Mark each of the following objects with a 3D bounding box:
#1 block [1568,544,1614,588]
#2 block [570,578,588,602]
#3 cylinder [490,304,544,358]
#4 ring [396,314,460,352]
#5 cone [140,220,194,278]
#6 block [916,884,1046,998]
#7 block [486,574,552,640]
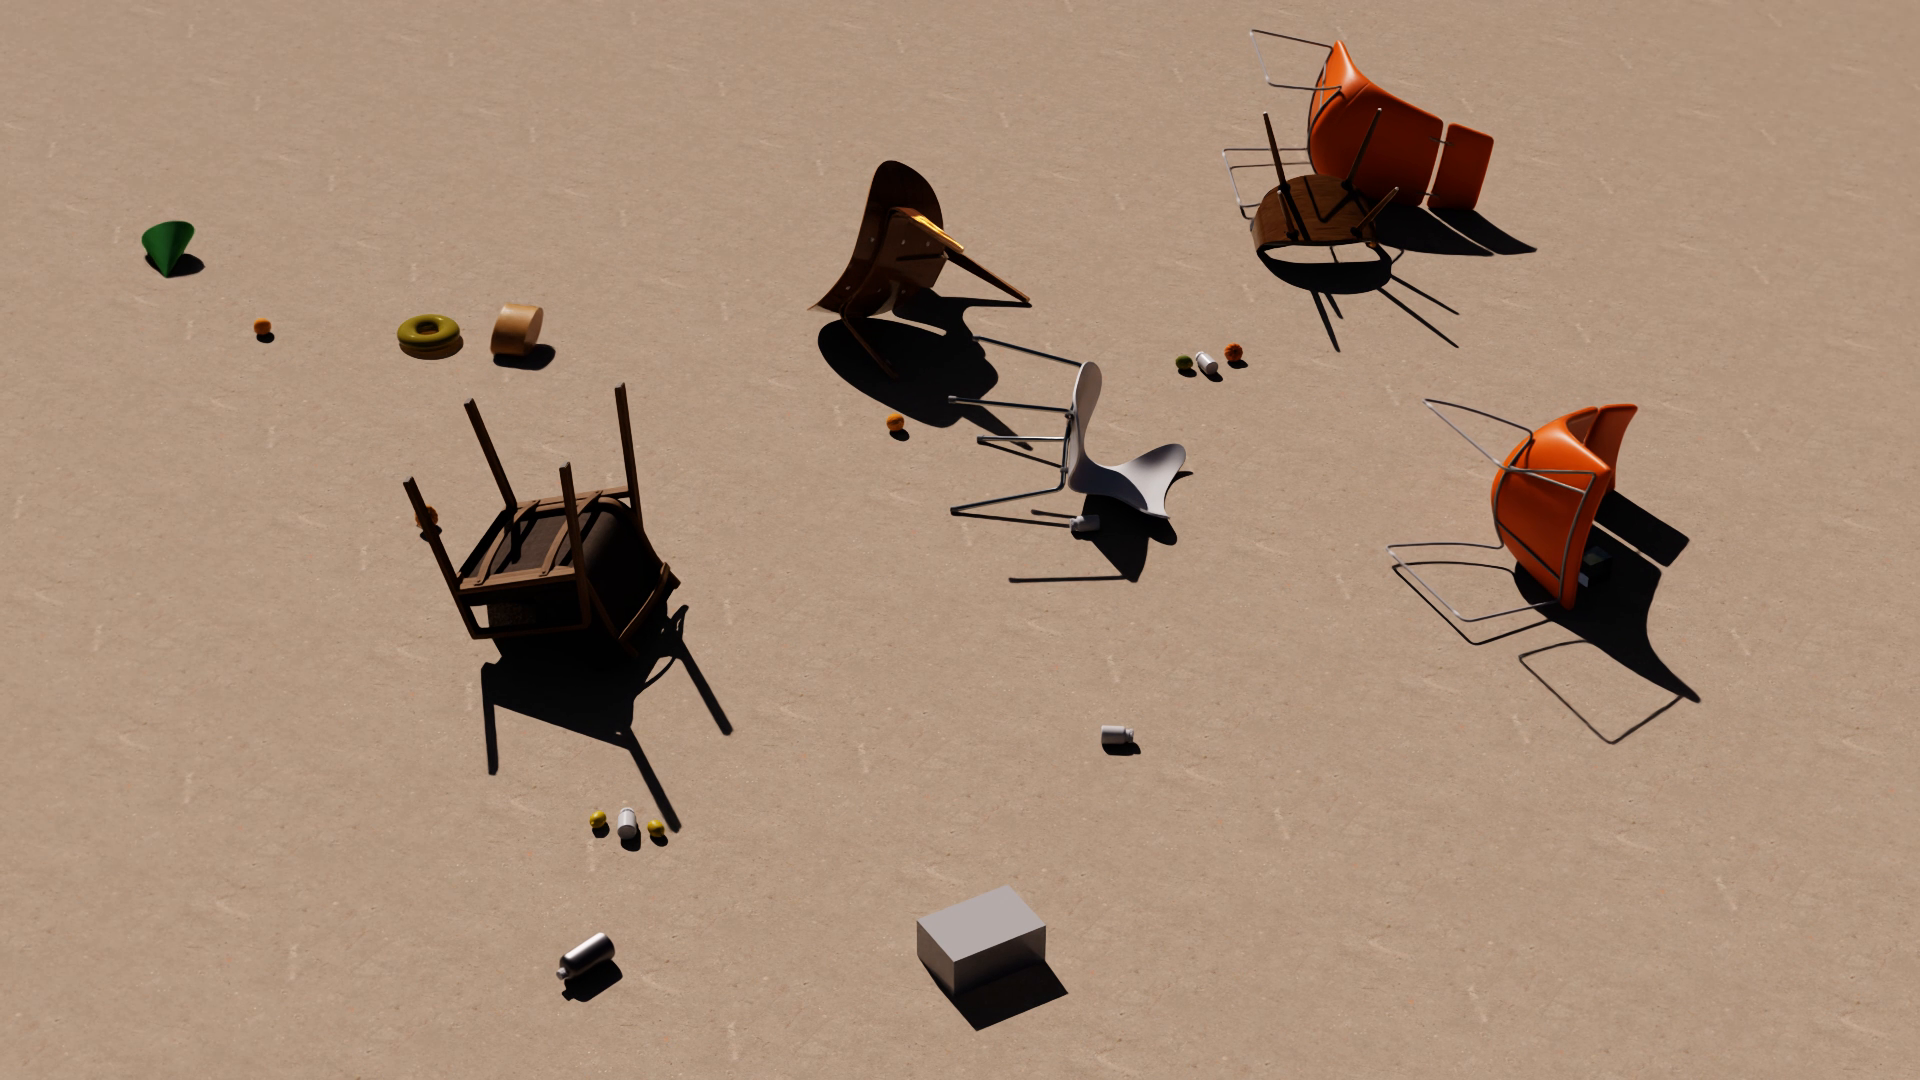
[{"bbox_3d":[2.305,0.094,10.714,0.110,0.097,0.101,-19,38,-26],"label":"block"},{"bbox_3d":[-1.381,0.181,10.626,0.054,0.048,0.080,2,33,3],"label":"block"},{"bbox_3d":[-1.832,-0.866,12.122,0.144,0.128,0.252,8,55,12],"label":"cylinder"},{"bbox_3d":[-2.211,-0.862,12.196,0.272,0.063,0.257,27,43,35],"label":"ring"},{"bbox_3d":[-3.444,-1.228,12.731,0.251,0.159,0.256,-20,52,13],"label":"cone"},{"bbox_3d":[0.065,1.223,8.958,0.326,0.144,0.223,-18,37,-25],"label":"block"},{"bbox_3d":[-1.571,0.236,10.450,0.177,0.149,0.176,5,34,8],"label":"block"}]
